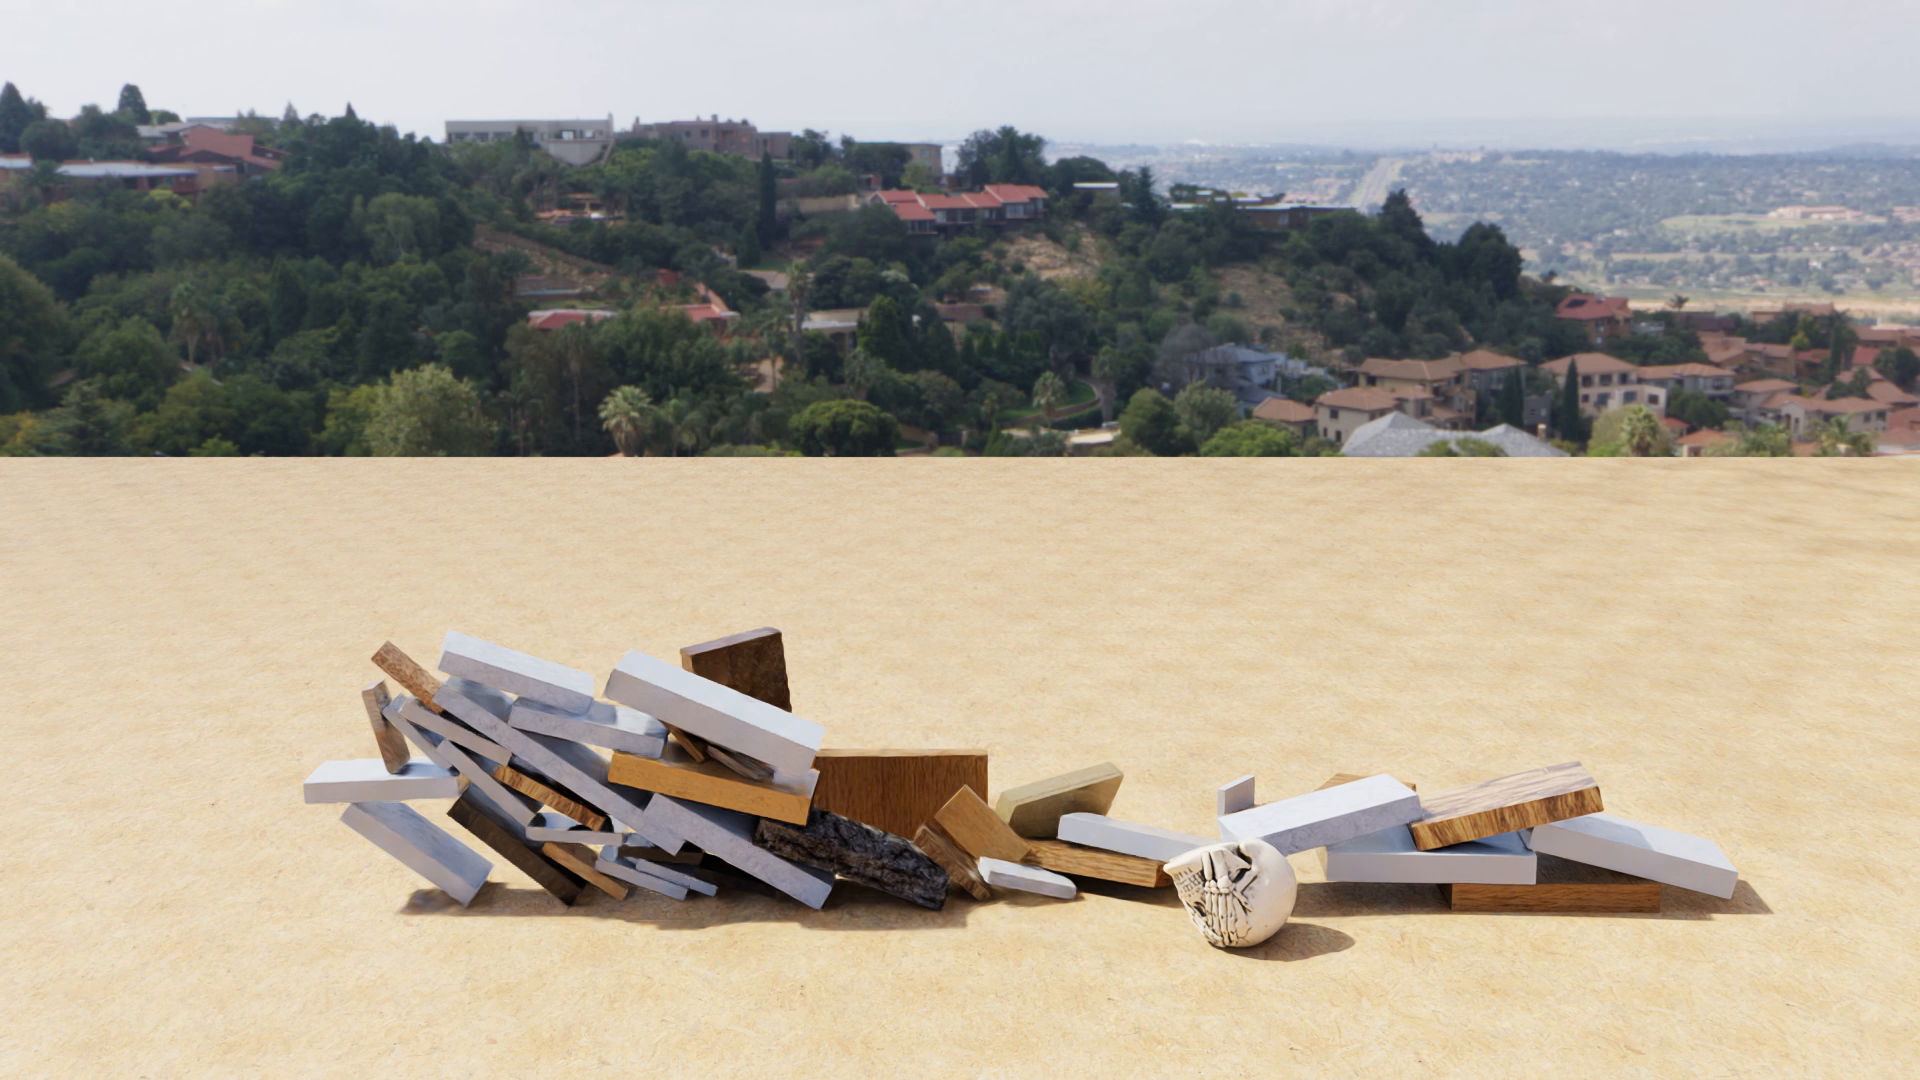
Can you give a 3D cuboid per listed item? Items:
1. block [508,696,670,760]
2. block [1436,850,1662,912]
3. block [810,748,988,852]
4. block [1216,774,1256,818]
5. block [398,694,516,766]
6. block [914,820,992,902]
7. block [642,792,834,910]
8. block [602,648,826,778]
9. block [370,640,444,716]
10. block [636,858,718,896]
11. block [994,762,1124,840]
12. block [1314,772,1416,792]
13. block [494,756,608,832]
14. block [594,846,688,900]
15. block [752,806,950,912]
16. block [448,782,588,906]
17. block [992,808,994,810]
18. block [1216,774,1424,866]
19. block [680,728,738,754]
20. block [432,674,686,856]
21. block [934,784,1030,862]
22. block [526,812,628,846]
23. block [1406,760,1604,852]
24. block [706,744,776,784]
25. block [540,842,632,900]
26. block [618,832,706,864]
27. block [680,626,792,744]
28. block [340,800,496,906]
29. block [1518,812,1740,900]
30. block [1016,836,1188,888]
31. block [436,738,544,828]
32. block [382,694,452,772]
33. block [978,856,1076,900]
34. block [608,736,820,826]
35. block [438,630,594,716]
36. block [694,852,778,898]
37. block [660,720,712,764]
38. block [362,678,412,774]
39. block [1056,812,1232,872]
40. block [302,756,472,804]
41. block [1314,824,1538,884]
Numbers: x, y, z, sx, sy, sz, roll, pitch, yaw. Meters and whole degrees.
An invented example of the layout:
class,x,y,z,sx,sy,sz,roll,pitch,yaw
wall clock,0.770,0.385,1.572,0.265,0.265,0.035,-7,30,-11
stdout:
class,x,y,z,sx,sy,sz,roll,pitch,yaw
block,-0.605,0.299,3.614,0.250,0.035,0.125,13,11,-4
block,0.972,0.567,3.660,0.338,0.048,0.169,0,11,1
block,-0.158,0.461,3.879,0.415,0.176,0.050,0,8,-1
block,0.516,0.480,4.108,0.016,0.057,0.113,8,13,36
block,-0.818,0.306,3.622,0.194,0.027,0.097,26,10,-3
block,-0.010,0.533,3.655,0.152,0.022,0.076,42,11,-3
block,-0.361,0.491,3.649,0.328,0.046,0.164,29,9,-5
block,-0.398,0.282,3.603,0.352,0.050,0.176,22,7,-1
block,-0.894,0.224,3.597,0.142,0.020,0.071,41,8,-10
block,-0.468,0.551,3.666,0.138,0.020,0.069,20,10,-4
block,0.162,0.480,3.878,0.273,0.136,0.039,-10,41,-42
block,0.719,0.497,4.049,0.152,0.043,0.304,6,12,28
block,-0.670,0.413,3.644,0.193,0.027,0.097,28,10,-4
block,-0.526,0.552,3.664,0.157,0.022,0.078,20,10,-5
block,-0.179,0.513,3.646,0.328,0.046,0.164,20,9,-6
block,-0.727,0.498,3.652,0.251,0.036,0.126,39,8,-7
block,0.029,0.510,3.959,0.113,0.057,0.016,3,-33,14
block,0.596,0.463,3.655,0.304,0.043,0.152,-14,9,-7
block,-0.405,0.317,3.608,0.105,0.015,0.053,24,11,3
block,-0.649,0.362,3.629,0.467,0.035,0.125,34,9,-6
block,0.036,0.492,3.700,0.152,0.076,0.022,45,5,-1
block,-0.635,0.479,3.648,0.157,0.022,0.078,4,11,-2
block,0.893,0.439,3.640,0.304,0.043,0.152,-14,9,6
block,-0.359,0.363,3.600,0.105,0.015,0.053,29,15,23
block,-0.619,0.538,3.661,0.157,0.022,0.078,33,9,-7
block,-0.496,0.512,3.658,0.138,0.020,0.069,6,10,-1
block,-0.390,0.347,3.958,0.176,0.352,0.050,-14,17,-27
block,-0.900,0.503,3.653,0.251,0.036,0.126,36,9,-6
block,1.103,0.508,3.665,0.338,0.048,0.169,14,11,2
block,0.232,0.544,3.723,0.273,0.039,0.136,6,-2,28
block,-0.773,0.387,3.636,0.194,0.027,0.097,42,9,-6
block,-0.885,0.317,3.620,0.020,0.142,0.071,-44,7,8
block,0.111,0.562,3.655,0.152,0.022,0.076,13,7,-14
block,-0.403,0.389,3.629,0.328,0.046,0.164,13,10,-1
block,-0.726,0.217,3.602,0.250,0.035,0.125,19,9,-14
block,-0.371,0.559,3.668,0.138,0.020,0.069,15,12,-4
block,-0.449,0.320,3.616,0.105,0.015,0.053,47,14,8
block,-0.944,0.306,3.618,0.020,0.142,0.071,-15,9,4
block,0.316,0.511,3.728,0.273,0.039,0.136,10,0,19
block,-0.941,0.395,3.635,0.251,0.036,0.126,-2,11,1
block,0.770,0.519,3.657,0.338,0.048,0.169,0,11,2
